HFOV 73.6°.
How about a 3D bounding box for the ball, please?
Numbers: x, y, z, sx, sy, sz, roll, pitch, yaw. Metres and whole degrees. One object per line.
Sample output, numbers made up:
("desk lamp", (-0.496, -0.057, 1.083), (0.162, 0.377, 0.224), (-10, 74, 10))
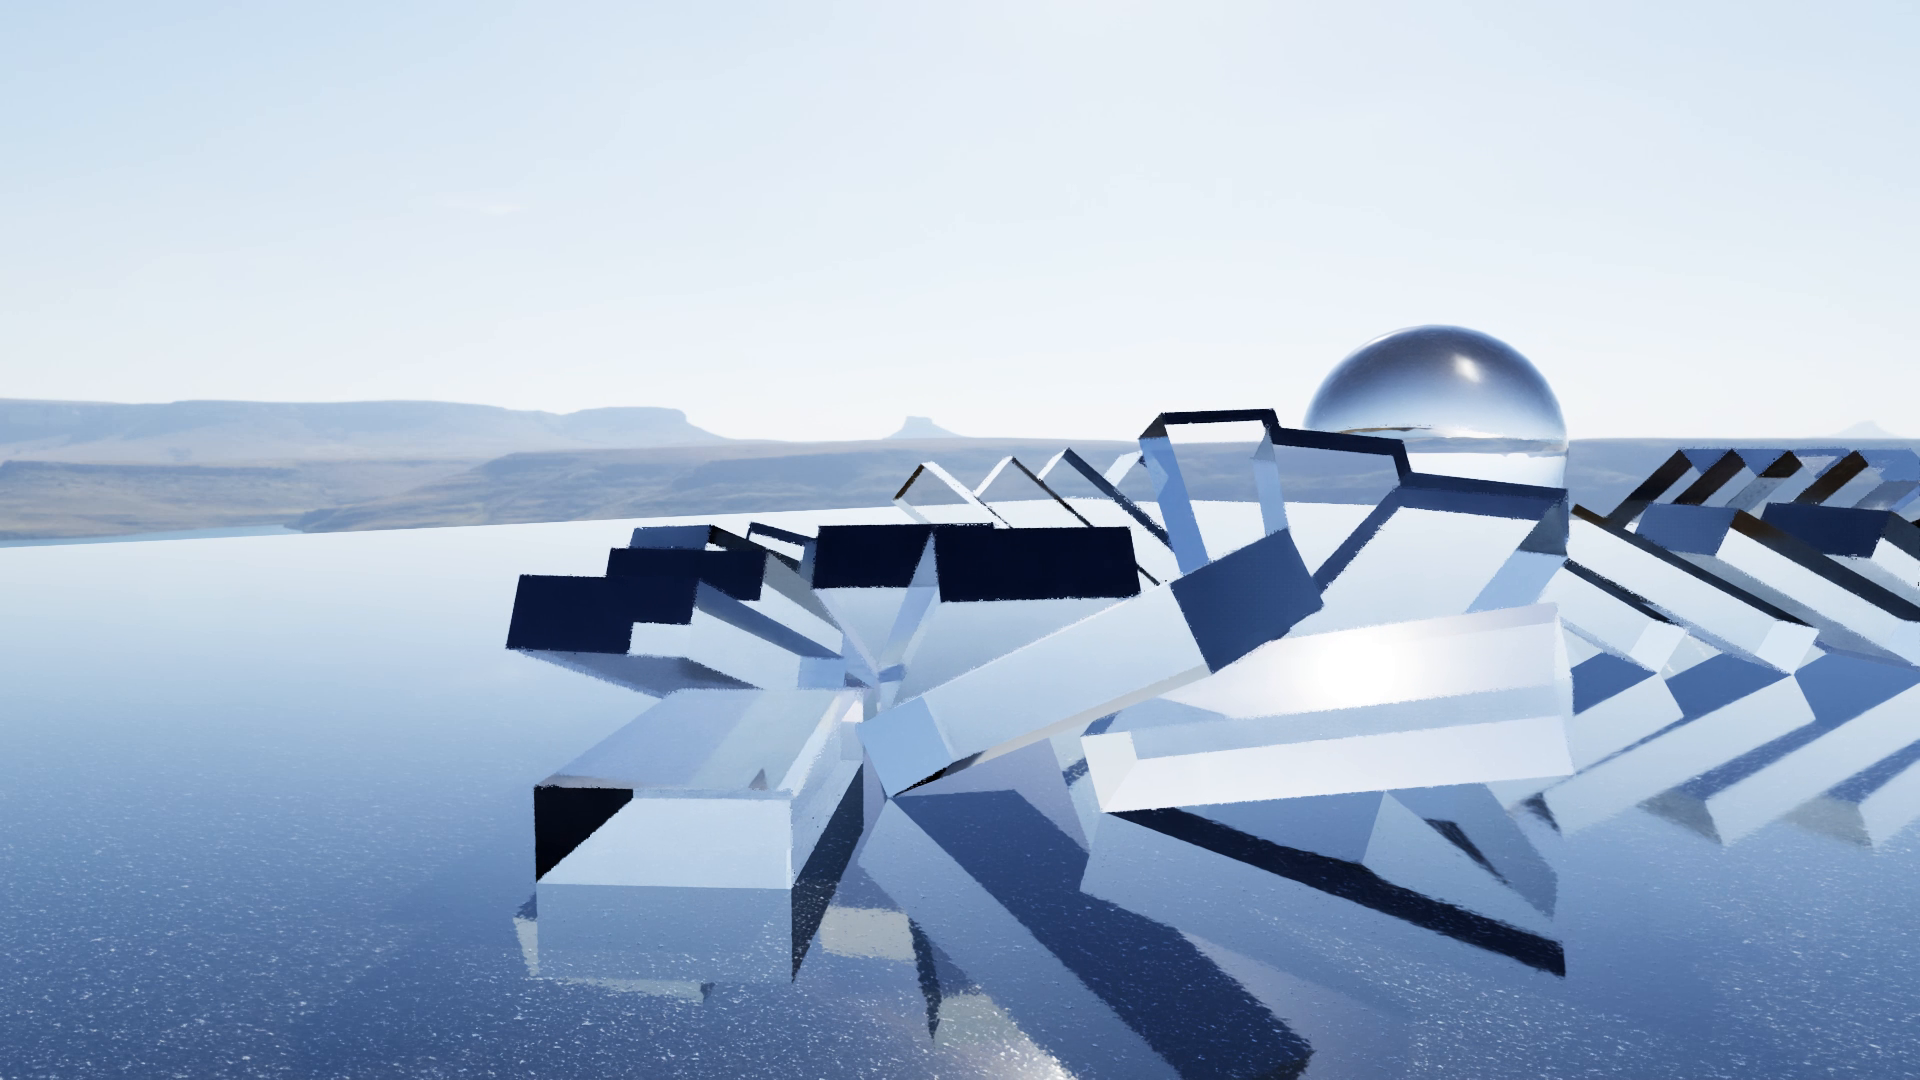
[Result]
("ball", (0.148, -0.028, 0.405), (0.080, 0.080, 0.080), (0, 4, 0))

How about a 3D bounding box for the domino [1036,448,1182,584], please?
("domino", (0.036, 0.002, 0.261), (0.050, 0.010, 0.025), (40, -3, -2))

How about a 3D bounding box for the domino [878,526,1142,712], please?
("domino", (0.005, 0.013, 0.177), (0.025, 0.010, 0.050), (-1, -24, -12))

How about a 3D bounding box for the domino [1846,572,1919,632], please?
("domino", (0.226, 0.008, 0.277), (0.025, 0.010, 0.050), (-3, -17, -32))

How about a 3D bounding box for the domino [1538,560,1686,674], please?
("domino", (0.112, 0.007, 0.251), (0.050, 0.010, 0.025), (30, 6, 2))

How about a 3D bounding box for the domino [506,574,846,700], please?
("domino", (-0.037, 0.016, 0.180), (0.025, 0.010, 0.050), (1, -16, 17))

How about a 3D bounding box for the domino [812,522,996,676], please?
("domino", (-0.004, 0.012, 0.200), (0.025, 0.010, 0.050), (-1, -23, 9))

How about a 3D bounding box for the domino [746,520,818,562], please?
("domino", (-0.019, 0.009, 0.260), (0.050, 0.010, 0.025), (15, -10, -6))

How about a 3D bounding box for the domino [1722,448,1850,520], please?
("domino", (0.201, -0.003, 0.325), (0.025, 0.010, 0.050), (-3, -38, -28))

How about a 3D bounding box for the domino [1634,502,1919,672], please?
("domino", (0.158, 0.009, 0.245), (0.050, 0.010, 0.025), (26, 1, -8))

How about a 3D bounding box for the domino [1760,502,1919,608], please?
("domino", (0.181, 0.009, 0.246), (0.050, 0.009, 0.025), (26, -2, -17))

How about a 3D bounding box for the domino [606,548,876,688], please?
("domino", (-0.033, 0.013, 0.206), (0.025, 0.009, 0.050), (1, -17, 16))

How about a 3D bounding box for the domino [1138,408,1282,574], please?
("domino", (0.052, 0.000, 0.233), (0.025, 0.050, 0.009), (-4, -24, -23))

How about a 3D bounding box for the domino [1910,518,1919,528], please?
("domino", (0.217, 0.004, 0.297), (0.025, 0.010, 0.050), (-2, -23, -32))

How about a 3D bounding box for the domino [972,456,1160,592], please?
("domino", (0.025, 0.004, 0.240), (0.050, 0.010, 0.025), (40, 1, -3))

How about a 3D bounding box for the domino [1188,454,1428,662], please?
("domino", (0.069, 0.003, 0.258), (0.050, 0.009, 0.025), (41, 6, 3))

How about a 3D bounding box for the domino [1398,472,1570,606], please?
("domino", (0.072, 0.009, 0.194), (0.025, 0.010, 0.050), (10, 44, 38))

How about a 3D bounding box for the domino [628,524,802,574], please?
("domino", (-0.033, 0.010, 0.235), (0.025, 0.009, 0.050), (-1, -20, 46))

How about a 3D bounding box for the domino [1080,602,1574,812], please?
("domino", (0.042, 0.019, 0.147), (0.050, 0.010, 0.025), (-11, 11, 28))

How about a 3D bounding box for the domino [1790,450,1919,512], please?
("domino", (0.208, -0.002, 0.313), (0.025, 0.009, 0.050), (-2, -38, -29))

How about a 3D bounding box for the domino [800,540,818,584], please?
("domino", (-0.001, 0.011, 0.228), (0.050, 0.010, 0.025), (21, -19, -37))

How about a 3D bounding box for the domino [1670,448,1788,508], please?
("domino", (0.194, -0.003, 0.337), (0.025, 0.010, 0.050), (-2, -38, -29))

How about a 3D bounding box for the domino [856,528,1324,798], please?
("domino", (0.014, 0.015, 0.147), (0.050, 0.009, 0.025), (-30, -7, 42))

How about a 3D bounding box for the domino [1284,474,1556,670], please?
("domino", (0.090, 0.005, 0.254), (0.050, 0.010, 0.025), (35, 6, 2))

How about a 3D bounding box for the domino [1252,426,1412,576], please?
("domino", (0.067, 0.003, 0.217), (0.025, 0.050, 0.010), (5, -38, -6))

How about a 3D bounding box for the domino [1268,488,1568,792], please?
("domino", (0.059, 0.011, 0.177), (0.050, 0.010, 0.025), (-40, 29, -28))

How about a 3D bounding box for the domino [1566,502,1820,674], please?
("domino", (0.135, 0.008, 0.249), (0.050, 0.009, 0.025), (28, 6, 2))

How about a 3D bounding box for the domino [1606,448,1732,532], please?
("domino", (0.188, -0.004, 0.350), (0.025, 0.009, 0.050), (-2, -38, -29))

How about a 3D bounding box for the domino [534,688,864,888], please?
("domino", (-0.027, 0.027, 0.148), (0.025, 0.010, 0.050), (0, 4, 4))

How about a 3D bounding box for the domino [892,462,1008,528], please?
("domino", (0.010, 0.004, 0.263), (0.050, 0.010, 0.025), (39, 6, 1))

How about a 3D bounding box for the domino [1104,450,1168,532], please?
("domino", (0.051, 0.002, 0.262), (0.050, 0.010, 0.025), (40, -3, -4))
